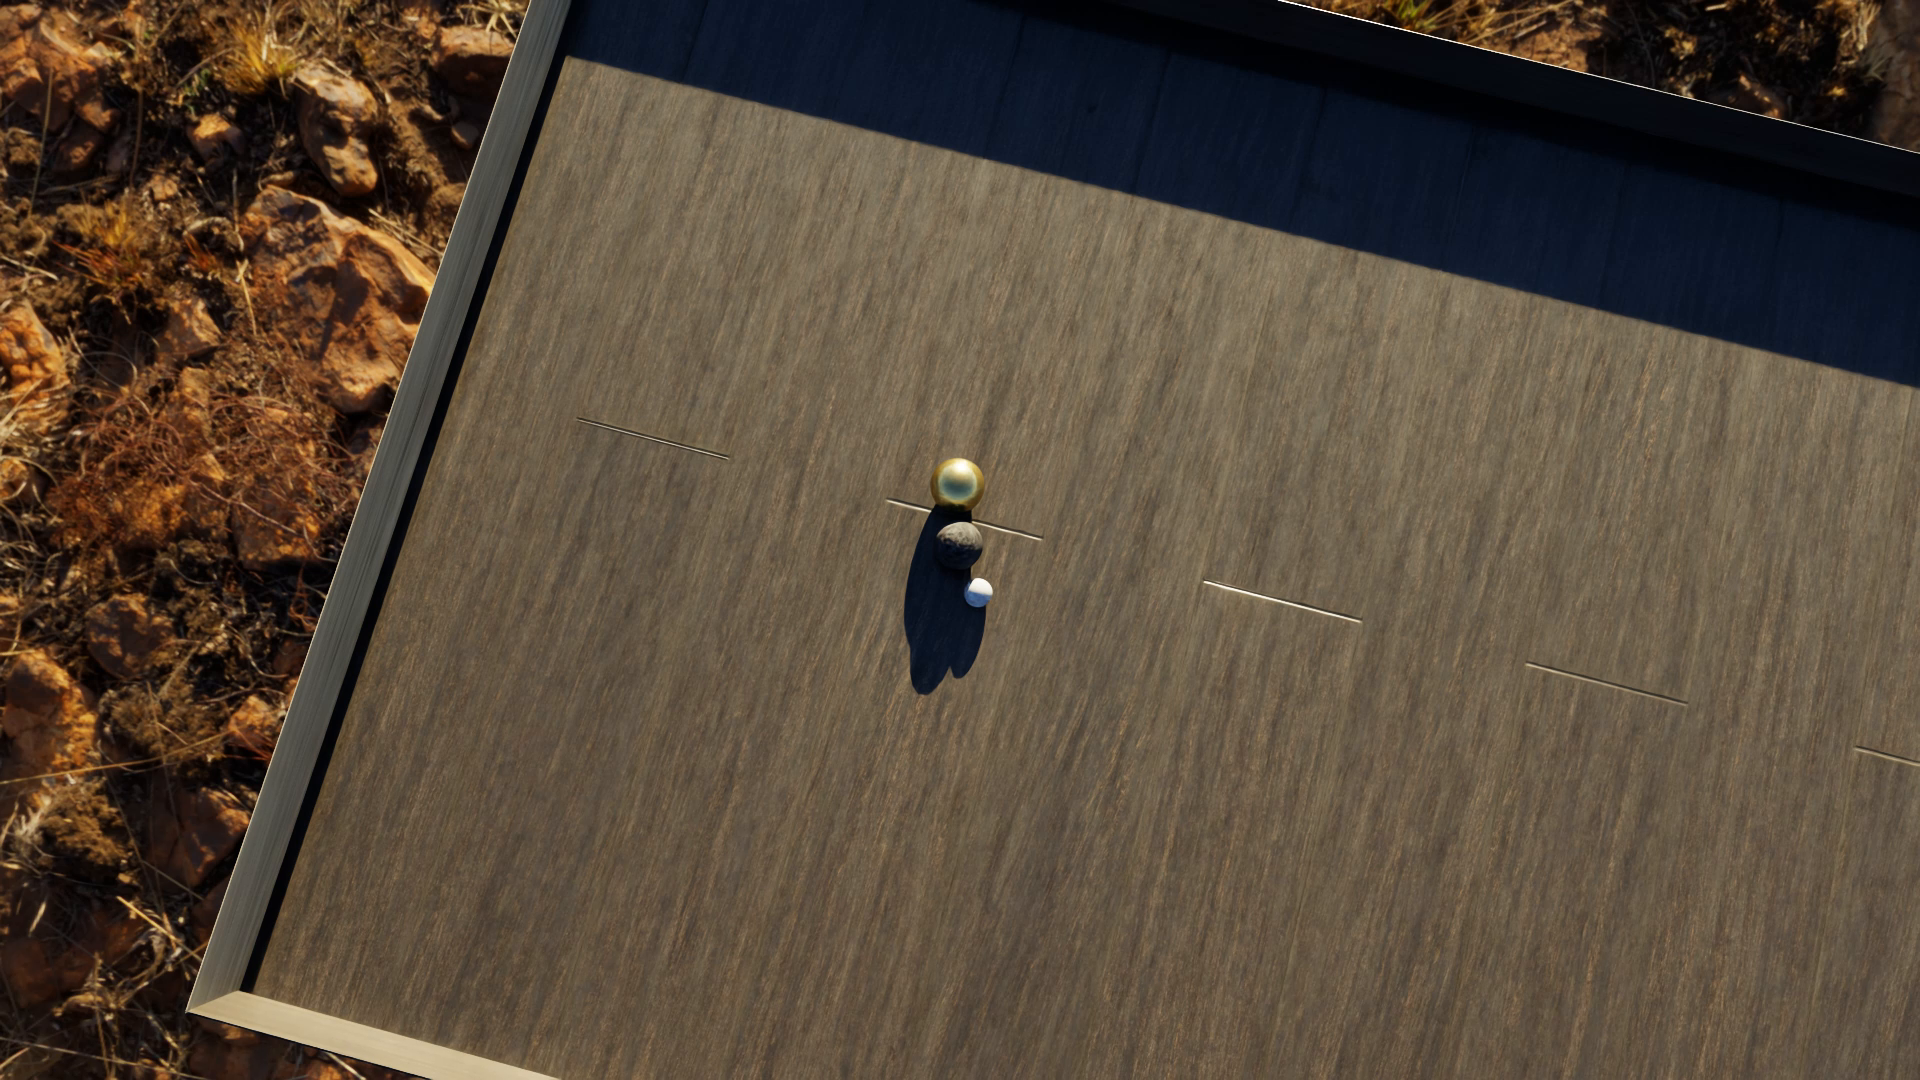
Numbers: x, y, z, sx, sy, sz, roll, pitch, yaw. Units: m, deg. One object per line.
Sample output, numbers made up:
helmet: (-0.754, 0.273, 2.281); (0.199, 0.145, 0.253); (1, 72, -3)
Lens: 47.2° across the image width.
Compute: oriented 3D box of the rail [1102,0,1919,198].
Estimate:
rail: (1.084, -0.665, 3.472); (3.494, 0.109, 0.045); (14, 77, 4)

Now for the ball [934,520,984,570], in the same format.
ball: (-0.003, 0.007, 3.325); (0.076, 0.076, 0.076); (0, 76, 0)

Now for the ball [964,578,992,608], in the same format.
ball: (0.027, 0.080, 3.324); (0.044, 0.044, 0.044); (0, 76, 0)

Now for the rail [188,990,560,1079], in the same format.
rail: (0.605, 1.089, 3.041); (3.494, 0.109, 0.045); (14, 77, 4)

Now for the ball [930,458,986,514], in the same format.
ball: (-0.004, -0.083, 3.343); (0.084, 0.084, 0.084); (0, 76, 0)

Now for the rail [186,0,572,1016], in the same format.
rail: (-0.822, -0.217, 3.362); (0.045, 0.109, 1.916); (14, 77, 4)
